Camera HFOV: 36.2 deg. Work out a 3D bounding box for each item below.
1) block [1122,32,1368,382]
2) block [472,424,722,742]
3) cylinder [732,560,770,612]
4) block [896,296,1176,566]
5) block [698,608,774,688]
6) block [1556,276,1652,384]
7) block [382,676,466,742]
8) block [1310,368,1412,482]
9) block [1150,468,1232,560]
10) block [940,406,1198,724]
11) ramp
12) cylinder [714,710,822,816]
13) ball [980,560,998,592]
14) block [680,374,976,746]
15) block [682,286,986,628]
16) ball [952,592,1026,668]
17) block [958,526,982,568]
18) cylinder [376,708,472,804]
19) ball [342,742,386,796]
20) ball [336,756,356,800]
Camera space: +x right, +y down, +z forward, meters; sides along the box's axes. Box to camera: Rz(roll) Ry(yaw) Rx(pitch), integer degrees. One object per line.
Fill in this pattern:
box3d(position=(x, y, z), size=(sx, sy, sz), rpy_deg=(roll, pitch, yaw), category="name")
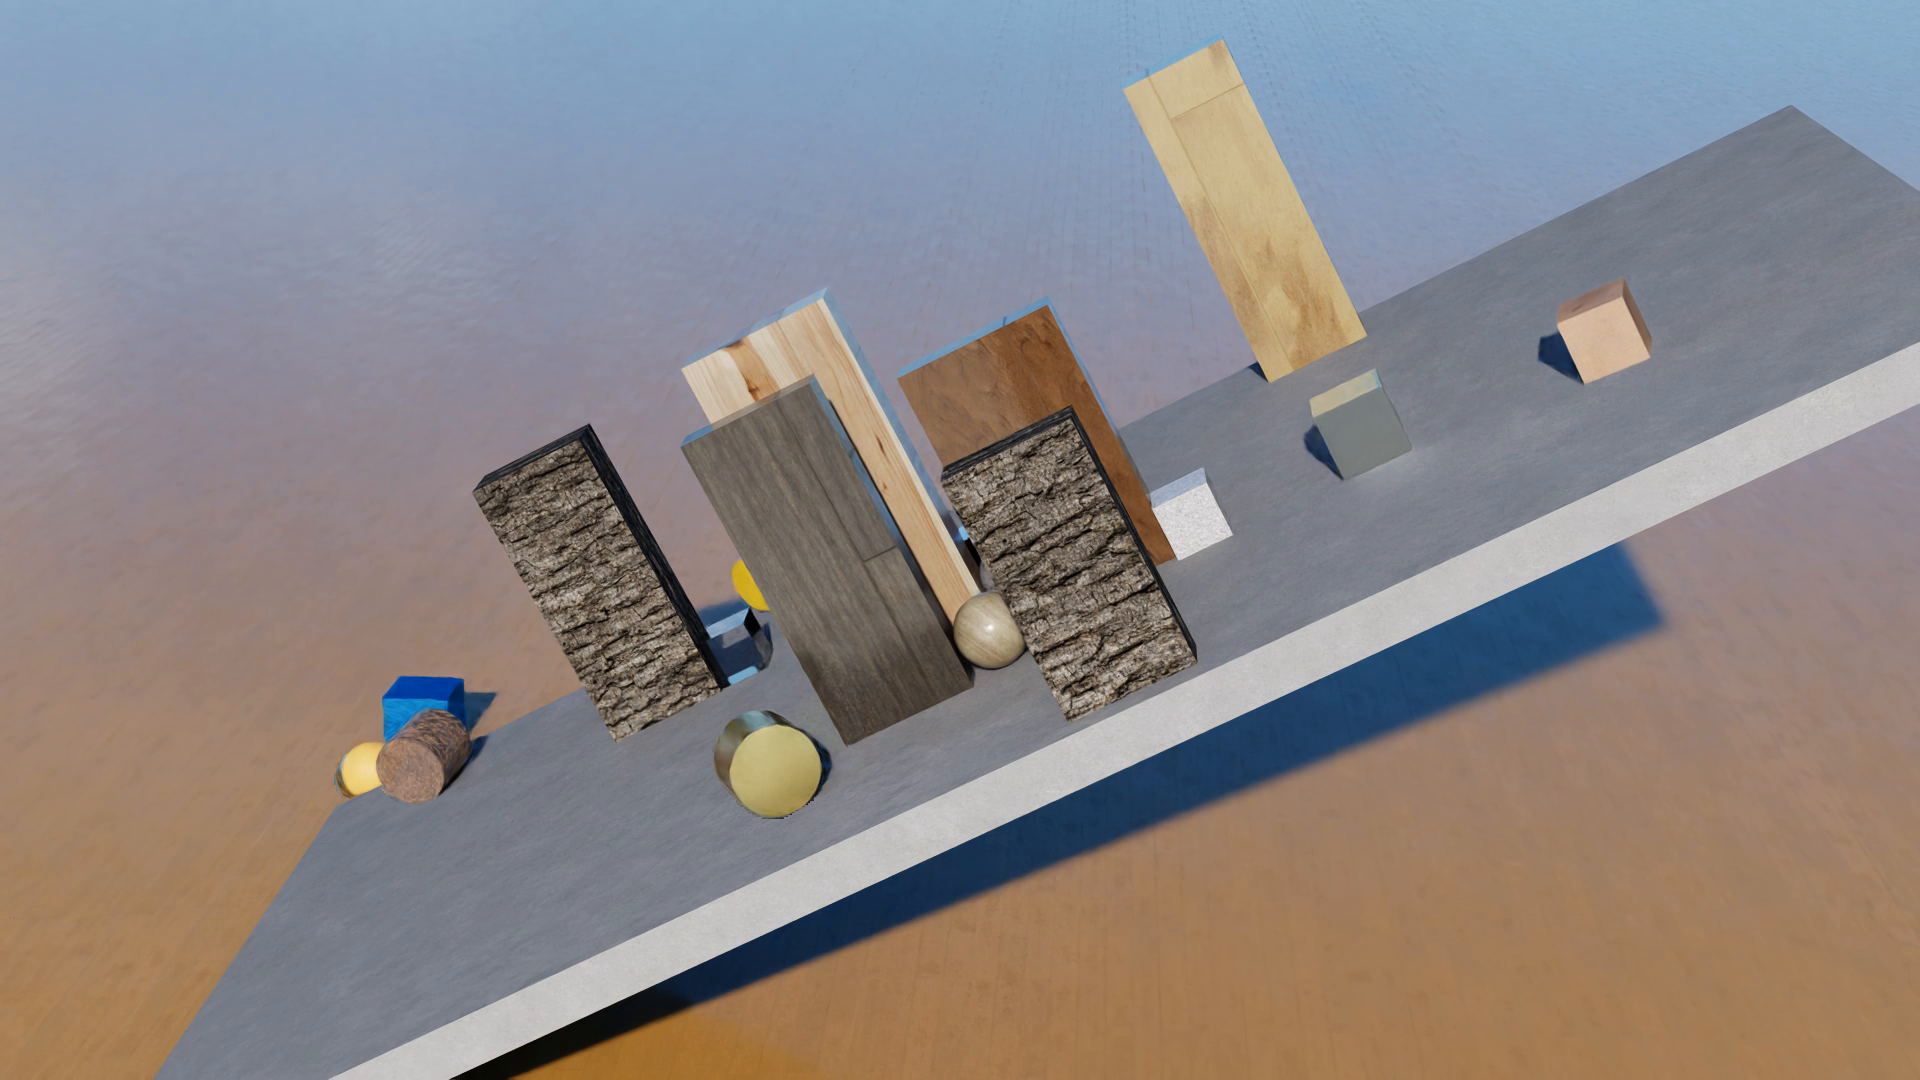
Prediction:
box3d(position=(0.662, -0.772, 6.836), size=(0.252, 0.768, 0.149), rpy_deg=(-26, 14, 10), category="block")
box3d(position=(-0.821, 0.100, 6.758), size=(0.279, 0.670, 0.144), rpy_deg=(-26, 14, 10), category="block")
box3d(position=(-0.459, 0.076, 7.244), size=(0.146, 0.146, 0.146), rpy_deg=(12, 38, 33), category="cylinder")
box3d(position=(0.159, -0.157, 5.973), size=(0.338, 0.584, 0.087), rpy_deg=(-26, 14, 10), category="block")
box3d(position=(-0.517, 0.249, 6.794), size=(0.119, 0.119, 0.119), rpy_deg=(-25, 14, 10), category="block")
box3d(position=(1.251, -0.407, 5.711), size=(0.134, 0.134, 0.134), rpy_deg=(-23, 15, 21), category="block")
box3d(position=(-1.491, 0.498, 8.194), size=(0.181, 0.181, 0.181), rpy_deg=(1, 17, 4), category="block")
box3d(position=(0.805, -0.232, 5.915), size=(0.147, 0.147, 0.147), rpy_deg=(-25, 14, 11), category="block")
box3d(position=(0.470, -0.054, 5.974), size=(0.122, 0.122, 0.122), rpy_deg=(-26, 14, 9), category="block")
box3d(position=(0.199, 0.045, 5.319), size=(0.260, 0.509, 0.101), rpy_deg=(-26, 14, 10), category="block")
box3d(position=(0.140, 0.168, 6.281), size=(4.000, 0.100, 2.000), rpy_deg=(-26, 14, 10), category="ramp")
box3d(position=(-0.375, 0.433, 5.720), size=(0.178, 0.178, 0.178), rpy_deg=(-4, 7, -14), category="cylinder")
box3d(position=(0.116, 0.065, 6.168), size=(0.151, 0.151, 0.151), rpy_deg=(0, 17, 0), category="ball")
box3d(position=(-0.257, 0.044, 5.820), size=(0.287, 0.694, 0.082), rpy_deg=(-26, 14, 10), category="block")
box3d(position=(-0.242, -0.101, 6.131), size=(0.330, 0.781, 0.115), rpy_deg=(-26, 14, 10), category="block")
box3d(position=(0.063, 0.179, 5.851), size=(0.154, 0.154, 0.154), rpy_deg=(0, 17, 0), category="ball")
box3d(position=(0.056, 0.028, 6.463), size=(0.129, 0.129, 0.129), rpy_deg=(-31, 14, -10), category="block")
box3d(position=(-1.312, 0.529, 7.204), size=(0.176, 0.176, 0.176), rpy_deg=(4, 23, 13), category="cylinder")
box3d(position=(-1.533, 0.602, 7.669), size=(0.155, 0.155, 0.155), rpy_deg=(0, 17, 0), category="ball")
box3d(position=(-1.585, 0.626, 7.827), size=(0.148, 0.148, 0.148), rpy_deg=(0, 17, 0), category="ball")
